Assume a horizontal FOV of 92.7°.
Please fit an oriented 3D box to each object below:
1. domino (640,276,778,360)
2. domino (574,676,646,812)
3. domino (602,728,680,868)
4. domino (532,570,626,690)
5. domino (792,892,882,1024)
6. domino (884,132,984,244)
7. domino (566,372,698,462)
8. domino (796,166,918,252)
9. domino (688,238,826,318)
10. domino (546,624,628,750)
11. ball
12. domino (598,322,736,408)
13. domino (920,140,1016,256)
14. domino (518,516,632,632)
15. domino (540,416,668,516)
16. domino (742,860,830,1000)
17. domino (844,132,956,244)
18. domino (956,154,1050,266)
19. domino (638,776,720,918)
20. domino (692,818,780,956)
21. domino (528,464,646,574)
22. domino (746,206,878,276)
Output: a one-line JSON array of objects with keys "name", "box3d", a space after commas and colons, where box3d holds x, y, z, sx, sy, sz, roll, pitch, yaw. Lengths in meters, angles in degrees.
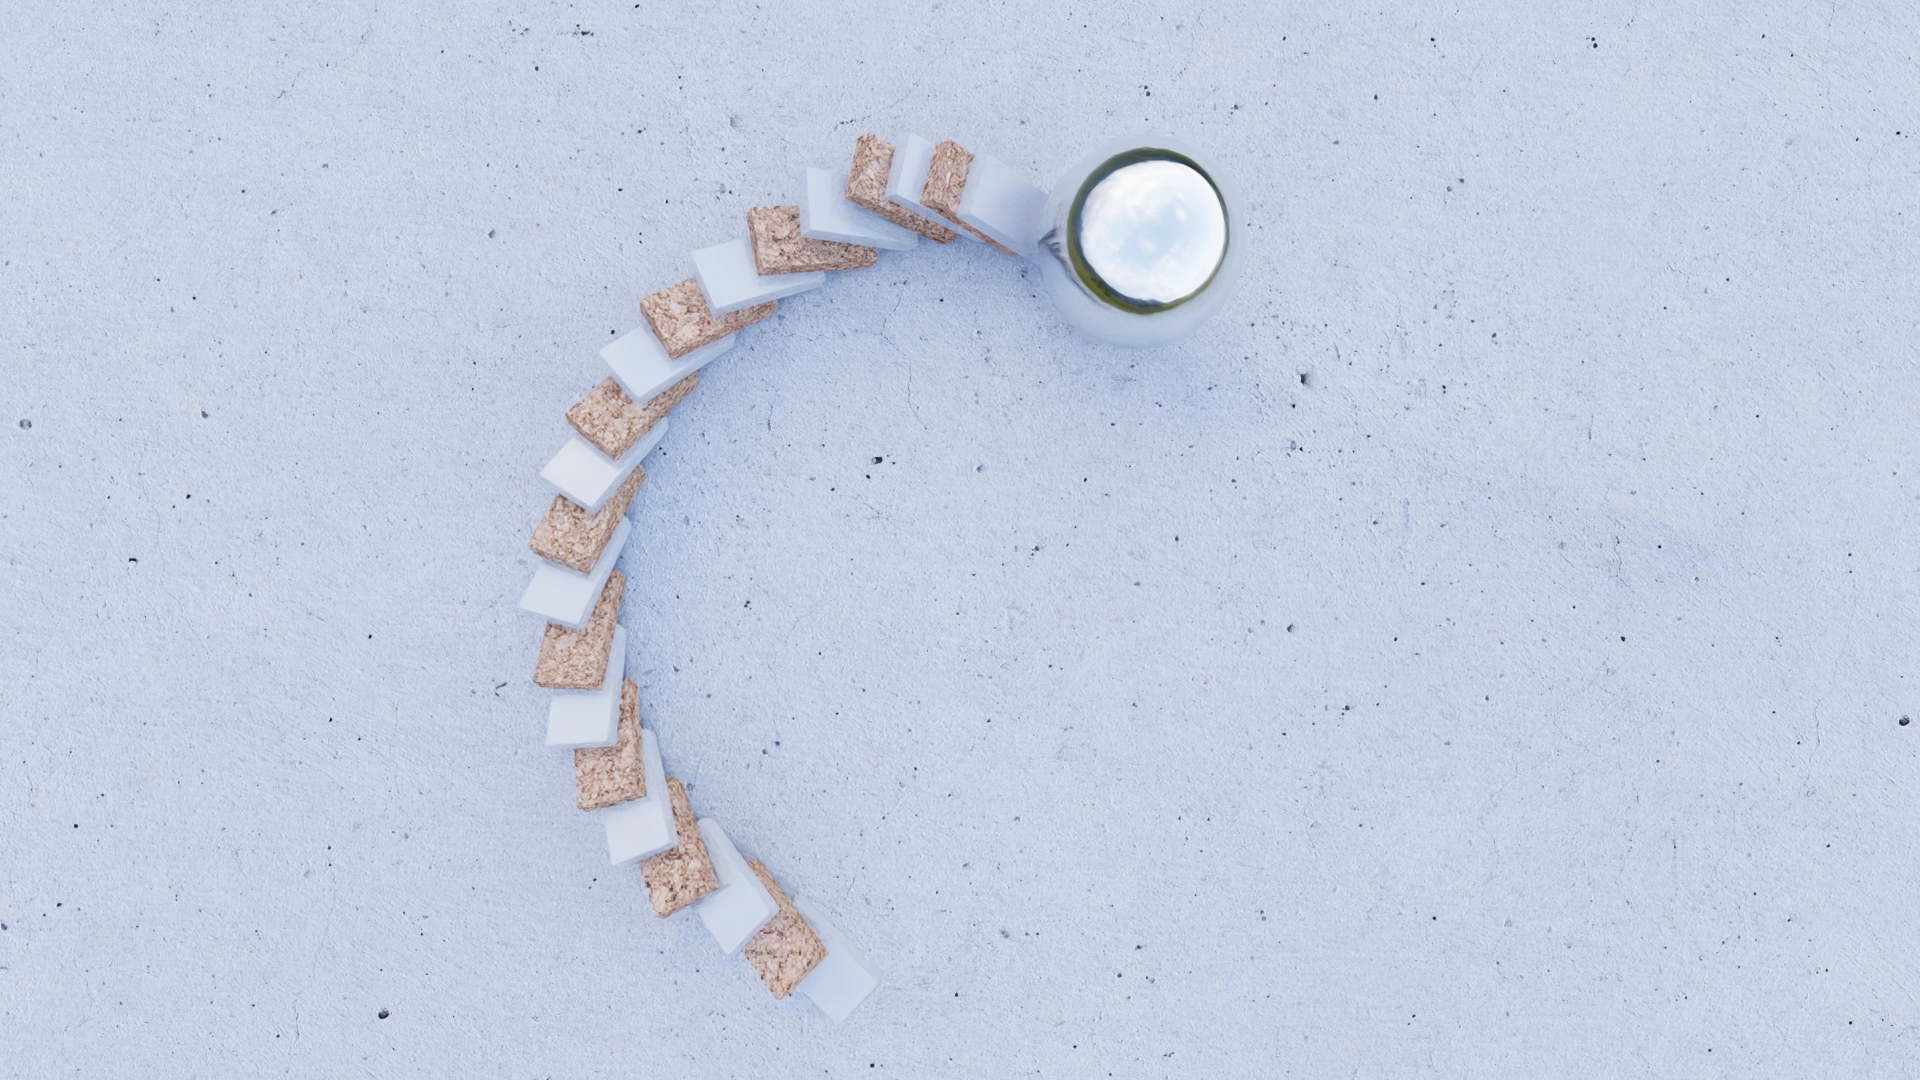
[{"name": "domino", "box3d": [-0.105, -0.098, 0.385, 0.050, 0.010, 0.025, -33, 90, -24]}, {"name": "domino", "box3d": [-0.148, 0.085, 0.386, 0.025, 0.009, 0.050, -14, 66, 0]}, {"name": "domino", "box3d": [-0.137, 0.108, 0.385, 0.025, 0.009, 0.050, -22, 66, 0]}, {"name": "domino", "box3d": [-0.160, 0.037, 0.385, 0.025, 0.010, 0.050, 3, 66, 0]}, {"name": "domino", "box3d": [-0.061, 0.180, 0.395, 0.050, 0.009, 0.025, 44, 90, 0]}, {"name": "domino", "box3d": [-0.006, -0.145, 0.381, 0.050, 0.010, 0.025, 13, 90, -37]}, {"name": "domino", "box3d": [-0.137, -0.059, 0.385, 0.025, 0.010, 0.050, 39, 66, 0]}, {"name": "domino", "box3d": [-0.042, -0.137, 0.382, 0.050, 0.009, 0.025, -4, 90, -34]}, {"name": "domino", "box3d": [-0.085, -0.114, 0.386, 0.050, 0.009, 0.025, -24, 89, -24]}, {"name": "domino", "box3d": [-0.156, 0.061, 0.385, 0.025, 0.010, 0.050, -4, 66, 0]}, {"name": "ball", "box3d": [0.070, -0.116, 0.360, 0.080, 0.080, 0.080, 0, 90, 0]}, {"name": "domino", "box3d": [-0.123, -0.080, 0.385, 0.050, 0.010, 0.025, -41, 90, -24]}, {"name": "domino", "box3d": [0.009, -0.141, 0.381, 0.050, 0.010, 0.025, 17, 88, -37]}, {"name": "domino", "box3d": [-0.161, 0.011, 0.386, 0.025, 0.010, 0.050, 16, 66, 0]}, {"name": "domino", "box3d": [-0.149, -0.038, 0.386, 0.025, 0.009, 0.050, 32, 66, 0]}, {"name": "domino", "box3d": [-0.081, 0.163, 0.386, 0.025, 0.010, 0.050, -46, 68, 0]}, {"name": "domino", "box3d": [-0.022, -0.145, 0.381, 0.050, 0.009, 0.025, 13, 90, -37]}, {"name": "domino", "box3d": [0.024, -0.135, 0.381, 0.050, 0.009, 0.025, 18, 87, -37]}, {"name": "domino", "box3d": [-0.123, 0.129, 0.385, 0.025, 0.010, 0.050, -30, 66, 0]}, {"name": "domino", "box3d": [-0.101, 0.145, 0.386, 0.025, 0.010, 0.050, -46, 68, 0]}, {"name": "domino", "box3d": [-0.156, -0.013, 0.385, 0.025, 0.010, 0.050, 21, 66, 0]}, {"name": "domino", "box3d": [-0.062, -0.127, 0.386, 0.050, 0.009, 0.025, -12, 90, -23]}]
